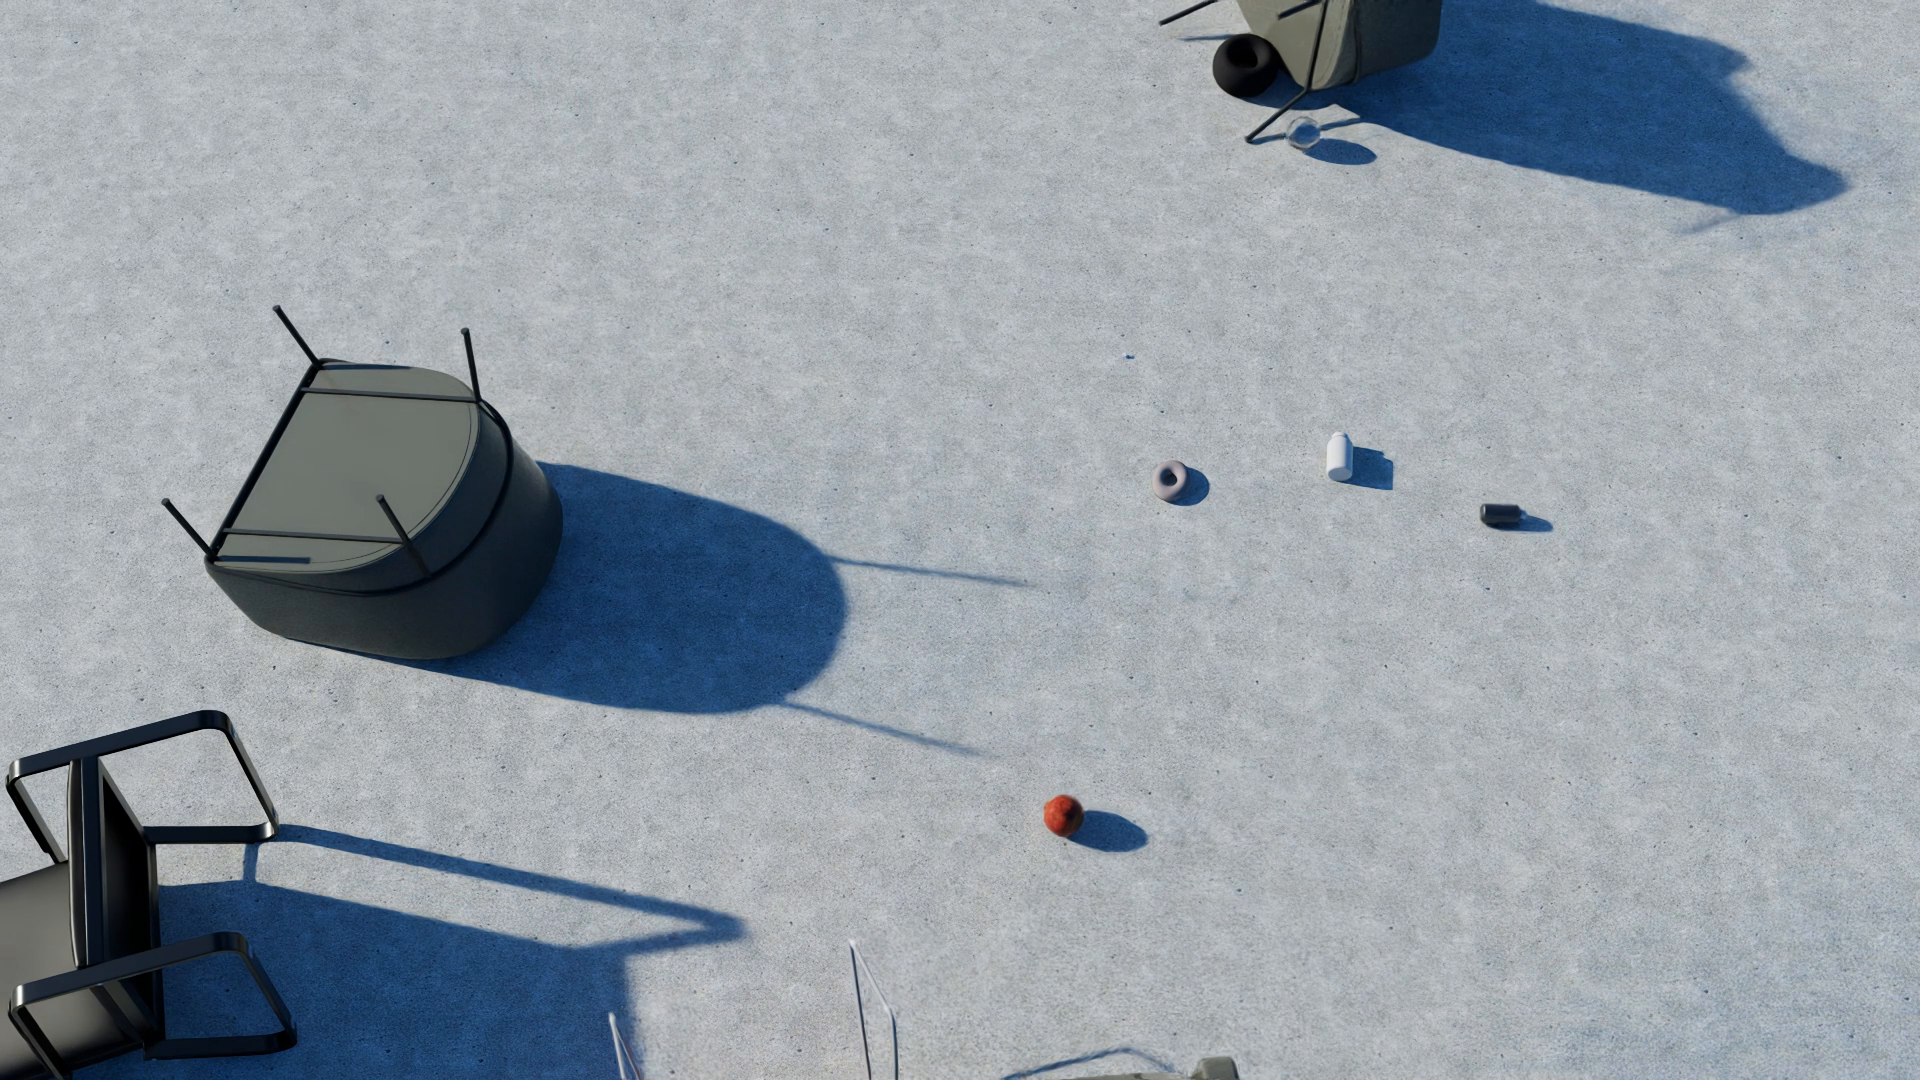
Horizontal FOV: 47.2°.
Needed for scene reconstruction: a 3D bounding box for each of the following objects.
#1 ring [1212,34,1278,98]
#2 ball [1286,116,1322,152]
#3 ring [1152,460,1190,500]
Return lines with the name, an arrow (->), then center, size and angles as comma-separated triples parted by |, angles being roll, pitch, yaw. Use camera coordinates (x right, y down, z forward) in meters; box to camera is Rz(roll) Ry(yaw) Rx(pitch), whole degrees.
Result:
ring -> 0.986, -1.639, 7.598 | 0.223, 0.126, 0.233 | 33, 66, 14
ball -> 1.161, -1.372, 7.425 | 0.115, 0.115, 0.115 | 0, 56, 0
ring -> 0.640, -0.181, 6.674 | 0.116, 0.036, 0.150 | 12, 58, 10
